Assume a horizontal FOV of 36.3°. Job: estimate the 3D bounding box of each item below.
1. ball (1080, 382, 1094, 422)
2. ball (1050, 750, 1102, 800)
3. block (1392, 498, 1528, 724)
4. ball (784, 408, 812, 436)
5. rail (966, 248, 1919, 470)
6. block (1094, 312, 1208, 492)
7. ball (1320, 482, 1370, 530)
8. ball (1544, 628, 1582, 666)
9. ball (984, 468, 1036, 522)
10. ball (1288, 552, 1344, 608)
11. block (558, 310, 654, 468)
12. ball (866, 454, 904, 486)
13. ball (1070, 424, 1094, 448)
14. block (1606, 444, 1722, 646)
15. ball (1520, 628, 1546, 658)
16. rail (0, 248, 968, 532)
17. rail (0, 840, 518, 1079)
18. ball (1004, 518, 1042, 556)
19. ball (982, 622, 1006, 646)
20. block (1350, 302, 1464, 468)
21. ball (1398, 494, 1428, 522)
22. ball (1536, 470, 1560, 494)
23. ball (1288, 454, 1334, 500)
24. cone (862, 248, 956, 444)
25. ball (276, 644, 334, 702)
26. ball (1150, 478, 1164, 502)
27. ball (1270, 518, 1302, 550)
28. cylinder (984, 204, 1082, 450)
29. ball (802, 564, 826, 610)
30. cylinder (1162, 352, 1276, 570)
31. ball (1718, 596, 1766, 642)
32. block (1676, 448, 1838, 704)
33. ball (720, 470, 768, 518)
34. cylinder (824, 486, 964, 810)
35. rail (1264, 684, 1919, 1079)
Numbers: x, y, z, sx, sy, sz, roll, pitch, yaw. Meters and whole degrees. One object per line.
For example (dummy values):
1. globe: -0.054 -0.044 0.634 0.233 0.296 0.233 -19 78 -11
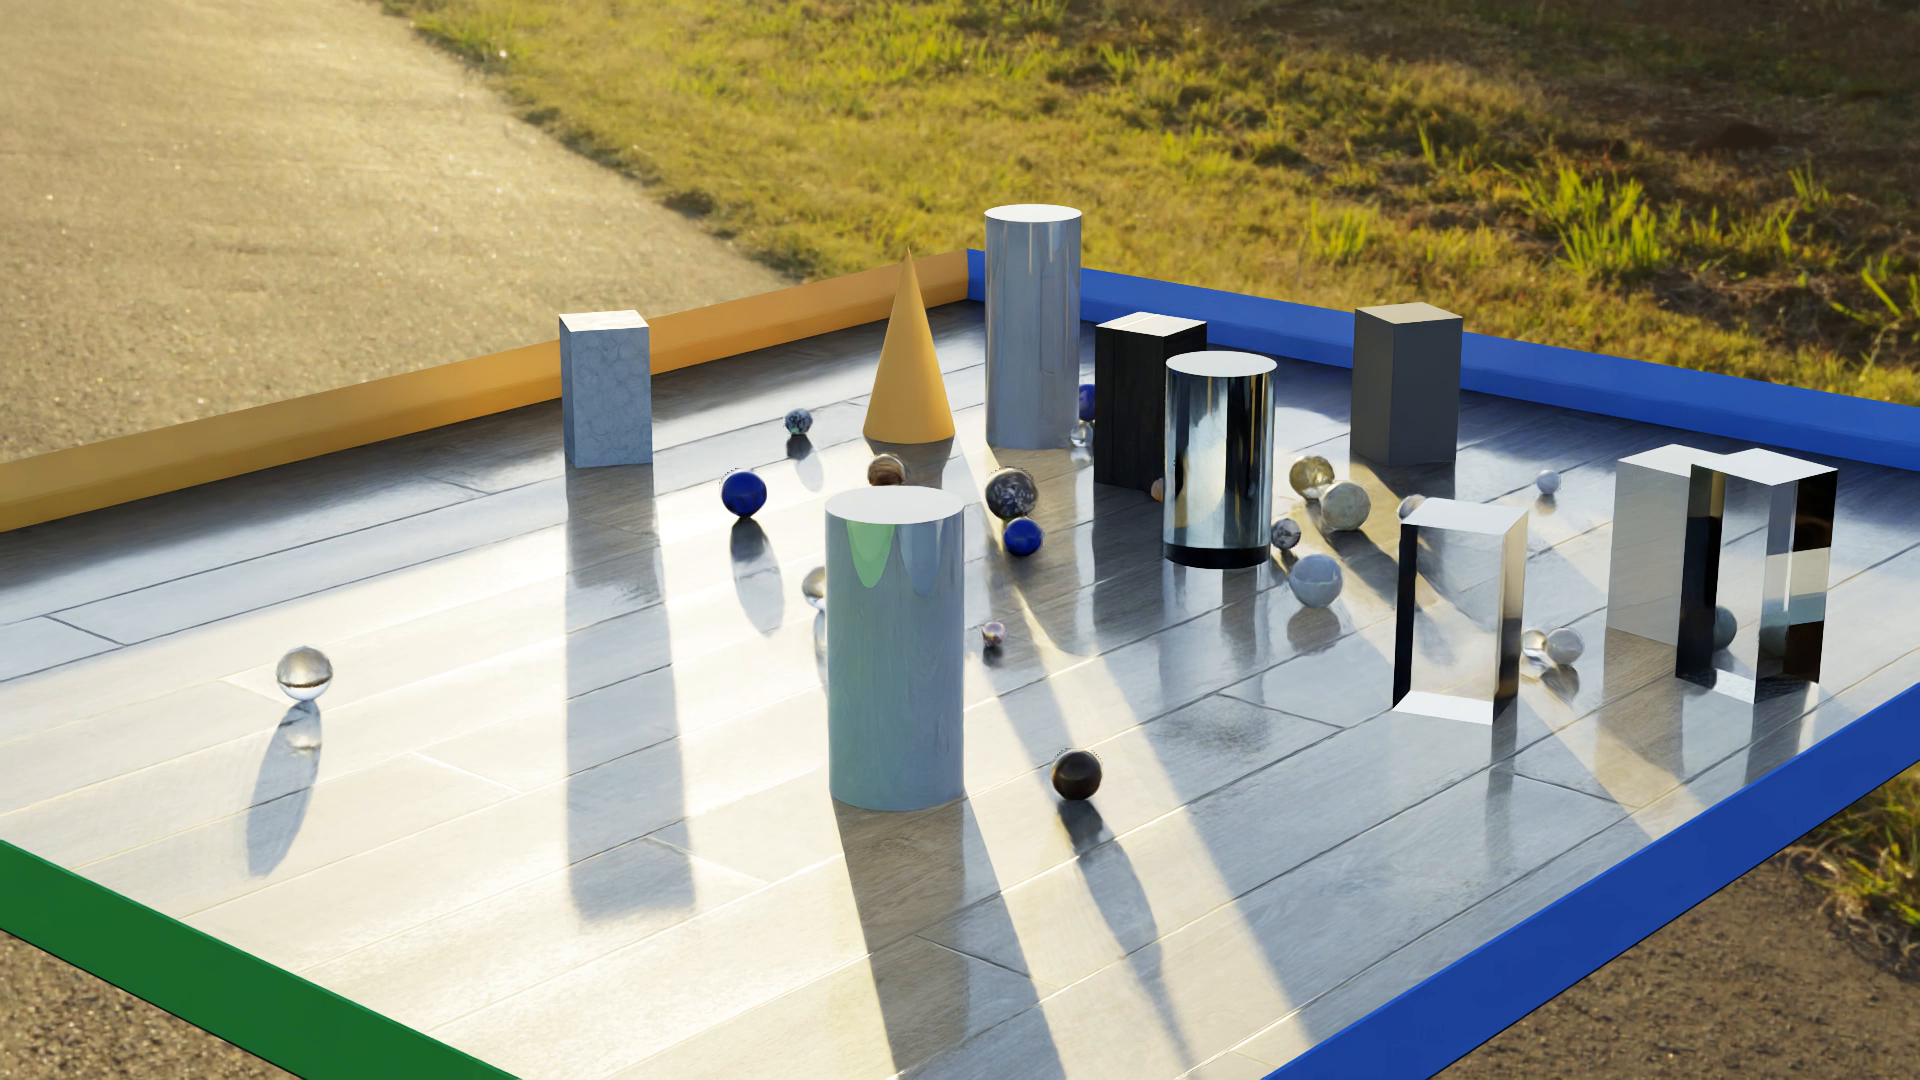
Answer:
1. ball: 0.274 -0.296 6.291 0.084 0.084 0.084 0 17 0
2. ball: 0.167 0.337 4.206 0.074 0.074 0.074 0 17 0
3. block: 0.779 0.109 4.566 0.159 0.304 0.159 8 18 24
4. ball: -0.341 -0.250 6.184 0.058 0.058 0.058 0 17 0
5. rail: 1.217 -0.372 6.462 3.219 0.129 0.045 14 22 39
6. block: 0.376 -0.273 5.809 0.159 0.318 0.159 12 20 34
7. ball: 0.724 -0.064 5.503 0.093 0.093 0.093 0 17 0
8. ball: 0.983 0.173 4.774 0.060 0.060 0.060 0 17 0
9. ball: 0.096 -0.085 5.566 0.099 0.099 0.099 0 17 0
10. ball: 0.615 0.069 5.060 0.095 0.095 0.095 0 17 0
11. block: -0.724 -0.310 5.991 0.159 0.283 0.159 -5 17 -15
12. ball: -0.146 -0.130 5.757 0.075 0.075 0.075 0 17 0
13. ball: 0.255 -0.218 6.090 0.050 0.050 0.050 0 17 0
14. block: 1.207 0.008 4.922 0.159 0.291 0.159 -14 22 -40
15. ball: 0.941 0.169 4.811 0.047 0.047 0.047 0 17 0
16. rail: -1.197 -0.268 6.115 0.045 0.129 3.761 14 22 39
17. rail: -1.217 0.437 3.777 3.219 0.129 0.045 14 22 39
18. ball: 0.115 -0.006 5.349 0.071 0.071 0.071 0 17 0
19. ball: 0.056 0.155 4.867 0.041 0.041 0.041 0 17 0
20. block: 0.911 -0.319 5.997 0.159 0.298 0.159 -7 18 -21
21. ball: 0.855 -0.050 5.496 0.071 0.071 0.071 0 17 0
22. ball: 1.153 -0.113 5.750 0.046 0.046 0.046 0 17 0
23. ball: 0.685 -0.124 5.712 0.088 0.088 0.088 0 17 0
24. cone: -0.108 -0.423 6.160 0.198 0.402 0.198 0 17 0
25. ball: -1.030 0.209 4.606 0.088 0.088 0.088 0 17 0
26. ball: 0.394 -0.097 5.695 0.046 0.046 0.046 0 17 0
27. ball: 0.597 -0.011 5.385 0.060 0.060 0.060 0 17 0
28. cylinder: 0.151 -0.444 6.098 0.198 0.478 0.198 0 17 0
29. ball: -0.233 0.082 5.043 0.080 0.080 0.080 0 17 0
30. cylinder: 0.470 -0.146 5.321 0.198 0.357 0.198 0 17 0
31. ball: 1.302 0.132 4.883 0.077 0.077 0.077 0 17 0
32. block: 1.262 0.055 4.653 0.159 0.357 0.159 -12 20 -34
33. ball: -0.412 -0.088 5.590 0.091 0.091 0.091 0 17 0
34. cylinder: -0.093 0.153 4.207 0.198 0.426 0.198 0 17 0
35. rail: 1.197 0.332 4.124 0.045 0.129 3.761 14 22 39
